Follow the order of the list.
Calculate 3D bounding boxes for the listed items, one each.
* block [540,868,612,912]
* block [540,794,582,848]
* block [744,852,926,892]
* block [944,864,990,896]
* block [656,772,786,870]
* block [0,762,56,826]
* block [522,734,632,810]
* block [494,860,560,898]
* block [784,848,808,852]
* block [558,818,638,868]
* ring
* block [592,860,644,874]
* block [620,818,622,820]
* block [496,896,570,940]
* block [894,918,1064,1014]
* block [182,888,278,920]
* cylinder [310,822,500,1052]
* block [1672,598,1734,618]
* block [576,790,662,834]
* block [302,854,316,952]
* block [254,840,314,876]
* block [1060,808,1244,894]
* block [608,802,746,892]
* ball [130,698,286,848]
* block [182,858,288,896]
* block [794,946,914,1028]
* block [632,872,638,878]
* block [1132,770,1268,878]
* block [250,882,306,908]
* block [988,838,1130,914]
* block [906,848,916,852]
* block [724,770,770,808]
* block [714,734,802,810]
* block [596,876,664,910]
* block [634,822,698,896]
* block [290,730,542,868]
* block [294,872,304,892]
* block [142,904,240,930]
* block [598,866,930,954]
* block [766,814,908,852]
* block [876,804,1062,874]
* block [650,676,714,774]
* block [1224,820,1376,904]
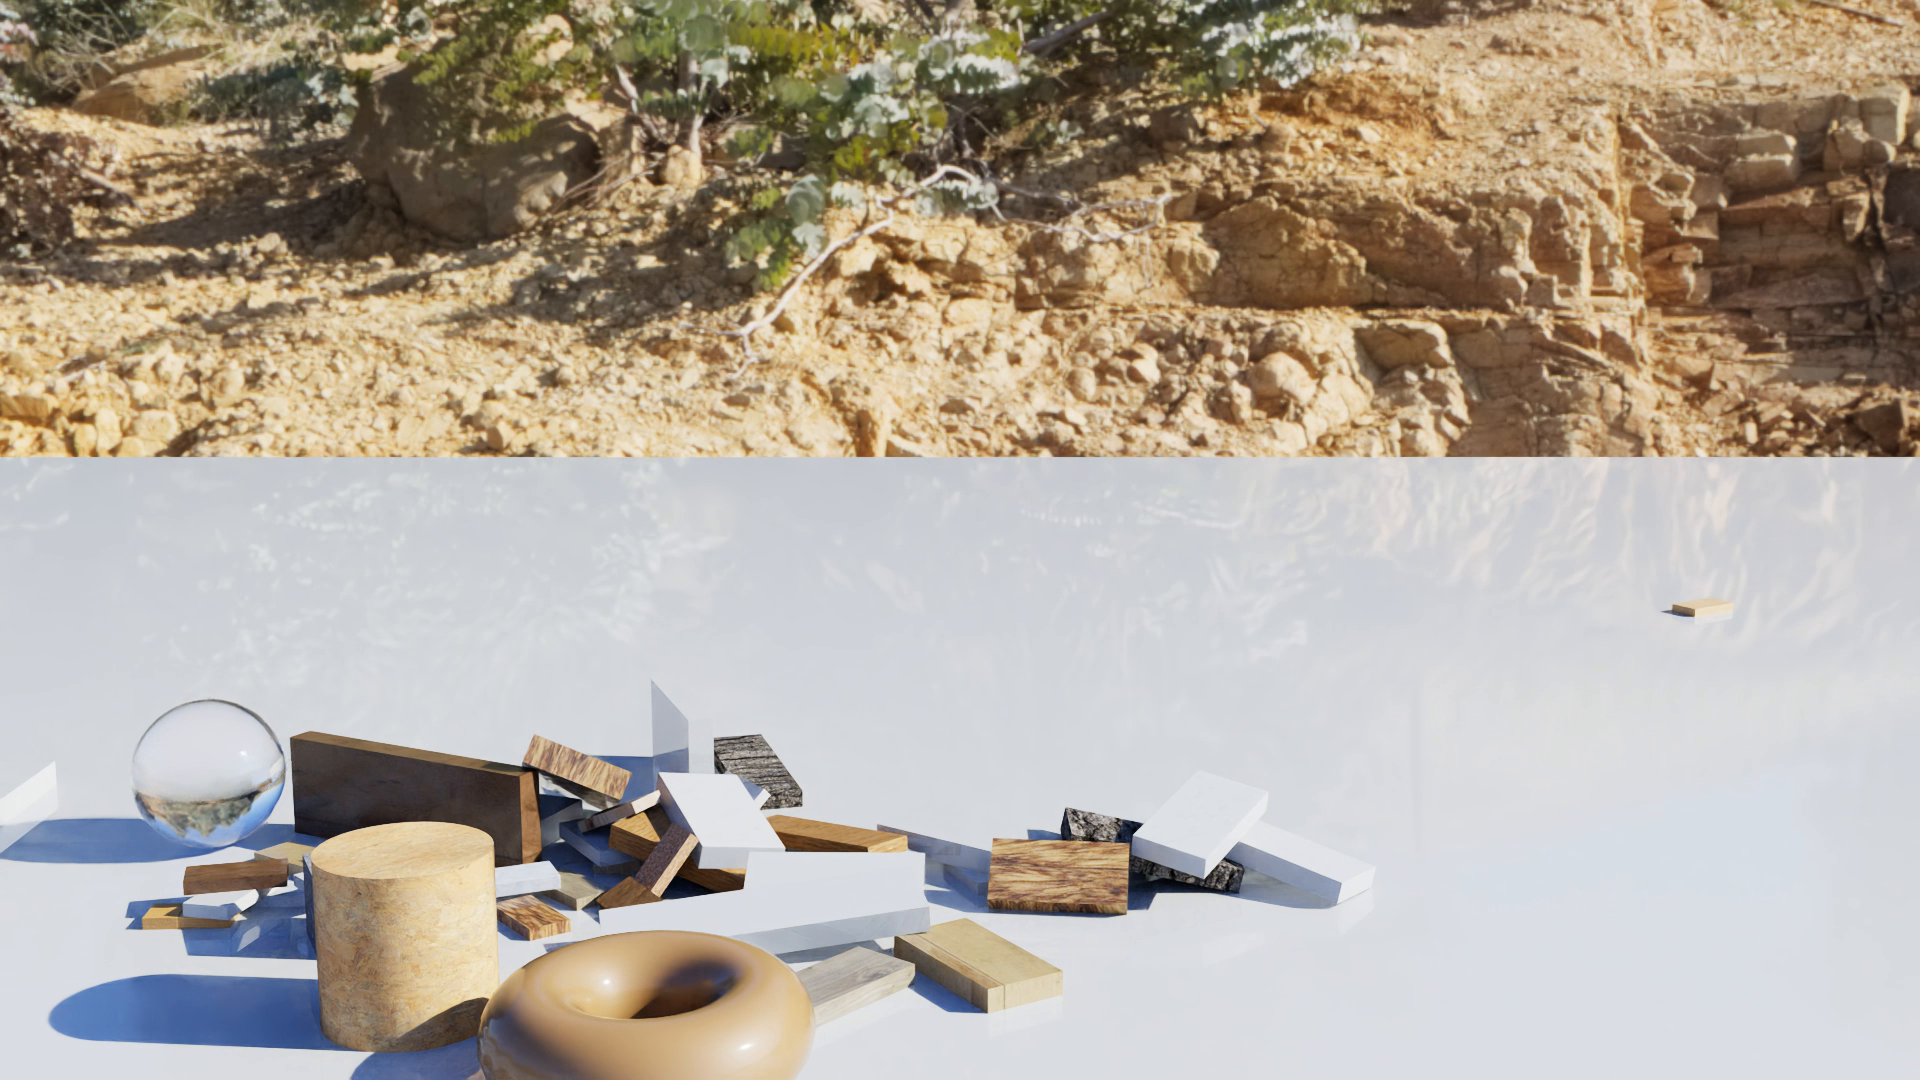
[{"bbox_3d":[-0.645,0.581,3.660,0.071,0.020,0.142,-9,14,-41],"label":"block"},{"bbox_3d":[-0.889,0.501,4.008,0.357,0.051,0.179,4,11,22],"label":"block"},{"bbox_3d":[-0.202,0.566,3.548,0.288,0.041,0.144,0,32,1],"label":"block"},{"bbox_3d":[0.035,0.566,3.740,0.076,0.021,0.151,-4,11,-22],"label":"block"},{"bbox_3d":[-0.413,0.478,3.757,0.144,0.041,0.288,5,17,-24],"label":"block"},{"bbox_3d":[-1.839,0.513,3.952,0.168,0.048,0.656,0,11,0],"label":"block"},{"bbox_3d":[-0.691,0.420,3.926,0.179,0.051,0.357,23,-14,-7],"label":"block"},{"bbox_3d":[-0.750,0.564,3.638,0.160,0.023,0.080,-5,12,-23],"label":"block"},{"bbox_3d":[-0.262,0.543,3.875,0.058,0.016,0.115,-10,15,-44],"label":"block"},{"bbox_3d":[-0.617,0.521,3.820,0.095,0.027,0.190,-7,12,-31],"label":"block"},{"bbox_3d":[-0.416,0.652,2.932,0.447,0.149,0.447,0,12,0],"label":"ring"},{"bbox_3d":[-0.530,0.551,3.804,0.190,0.027,0.095,1,11,4],"label":"block"},{"bbox_3d":[-0.535,0.498,4.014,0.182,0.026,0.091,-1,-9,-4],"label":"block"},{"bbox_3d":[-0.689,0.606,3.528,0.071,0.020,0.142,-8,13,-36],"label":"block"},{"bbox_3d":[0.025,0.638,3.310,0.132,0.037,0.264,-7,12,-32],"label":"block"},{"bbox_3d":[-1.183,0.577,3.572,0.079,0.022,0.158,2,11,12],"label":"block"},{"bbox_3d":[-0.788,0.561,3.135,0.252,0.252,0.252,0,11,0],"label":"cylinder"},{"bbox_3d":[1.968,0.178,5.828,0.151,0.021,0.076,-7,12,-32],"label":"block"},{"bbox_3d":[-0.589,0.470,3.802,0.142,0.020,0.071,-22,-1,35],"label":"block"},{"bbox_3d":[-0.951,0.565,3.446,0.130,0.130,0.130,-5,11,-23],"label":"block"},{"bbox_3d":[-1.137,0.555,3.799,0.158,0.022,0.079,7,13,35],"label":"block"},{"bbox_3d":[0.323,0.525,3.730,0.296,0.042,0.148,12,10,-4],"label":"block"},{"bbox_3d":[-0.433,0.528,3.719,0.288,0.041,0.144,18,17,22],"label":"block"},{"bbox_3d":[-1.332,0.413,3.899,0.263,0.263,0.263,0,11,0],"label":"ball"},{"bbox_3d":[-1.182,0.550,3.595,0.160,0.023,0.080,-3,11,-15],"label":"block"},{"bbox_3d":[-0.183,0.656,3.227,0.113,0.032,0.226,9,14,39],"label":"block"},{"bbox_3d":[-0.530,0.579,3.694,0.045,0.013,0.090,-1,11,-5],"label":"block"},{"bbox_3d":[0.406,0.475,3.700,0.132,0.037,0.264,15,26,26],"label":"block"},{"bbox_3d":[-0.989,0.584,3.646,0.353,0.019,0.068,-1,11,-4],"label":"block"},{"bbox_3d":[0.163,0.551,3.605,0.226,0.032,0.113,1,54,7],"label":"block"},{"bbox_3d":[-0.145,0.546,3.747,0.135,0.019,0.067,-9,14,-40],"label":"block"},{"bbox_3d":[-0.417,0.479,4.094,0.071,0.020,0.142,-50,32,-17],"label":"block"},{"bbox_3d":[-0.407,0.453,4.317,0.113,0.032,0.410,-3,11,-16],"label":"block"},{"bbox_3d":[-0.530,0.588,3.548,0.067,0.019,0.135,-35,25,-22],"label":"block"},{"bbox_3d":[-0.492,0.538,3.619,0.020,0.142,0.071,41,-13,-31],"label":"block"},{"bbox_3d":[-0.963,0.461,3.874,0.524,0.179,0.051,6,12,27],"label":"block"},{"bbox_3d":[-1.008,0.549,3.587,0.136,0.019,0.068,-9,14,-40],"label":"block"},{"bbox_3d":[-1.236,0.604,3.538,0.136,0.019,0.068,-1,11,-4],"label":"block"},{"bbox_3d":[-0.303,0.589,3.402,0.496,0.042,0.148,-7,18,-10],"label":"block"},{"bbox_3d":[-0.241,0.518,3.834,0.338,0.026,0.091,2,8,45],"label":"block"},{"bbox_3d":[0.018,0.521,3.808,0.296,0.042,0.148,8,13,37],"label":"block"},{"bbox_3d":[-0.543,0.389,4.289,0.048,0.168,0.337,-4,11,-19],"label":"block"},{"bbox_3d":[0.552,0.535,3.712,0.264,0.037,0.132,19,15,32],"label":"block"}]
